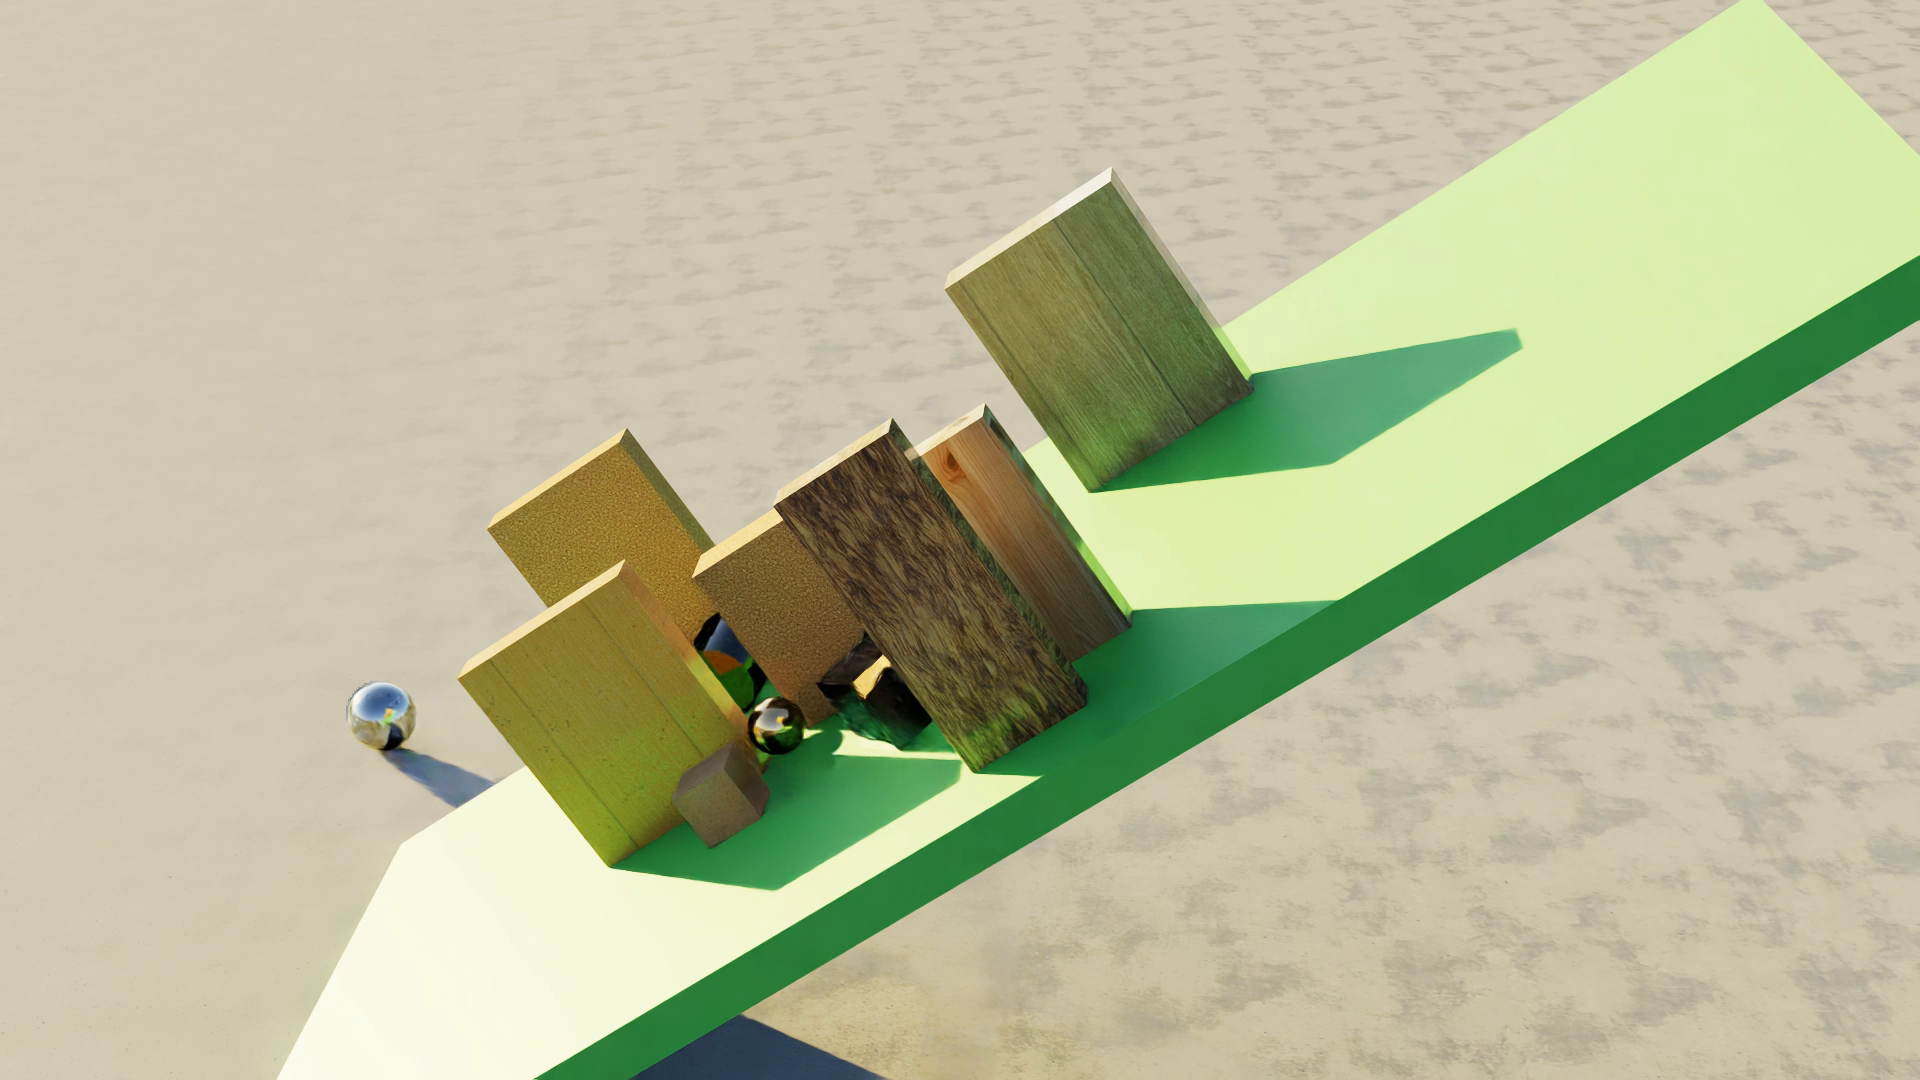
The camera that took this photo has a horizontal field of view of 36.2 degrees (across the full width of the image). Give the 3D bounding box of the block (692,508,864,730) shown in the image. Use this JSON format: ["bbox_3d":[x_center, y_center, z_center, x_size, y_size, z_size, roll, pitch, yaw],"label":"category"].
[{"bbox_3d":[-0.308,0.136,6.375,0.344,0.426,0.134,-32,16,15],"label":"block"}]

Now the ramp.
[{"bbox_3d":[0.137,0.173,6.303,4.000,0.100,2.000,-32,16,15],"label":"ramp"}]

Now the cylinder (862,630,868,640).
[{"bbox_3d":[-0.106,0.201,6.204,0.186,0.186,0.186,2,22,5],"label":"cylinder"}]

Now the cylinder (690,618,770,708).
[{"bbox_3d":[-0.542,0.293,6.839,0.192,0.192,0.192,7,19,18],"label":"cylinder"}]

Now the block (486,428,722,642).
[{"bbox_3d":[-0.804,0.091,7.219,0.408,0.617,0.106,-32,16,15],"label":"block"}]

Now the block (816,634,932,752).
[{"bbox_3d":[-0.149,0.305,6.005,0.174,0.174,0.174,-42,16,-20],"label":"block"}]

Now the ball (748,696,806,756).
[{"bbox_3d":[-0.396,0.401,6.348,0.126,0.126,0.126,0,21,0],"label":"ball"}]

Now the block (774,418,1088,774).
[{"bbox_3d":[-0.050,0.108,5.477,0.260,0.646,0.082,-32,16,15],"label":"block"}]

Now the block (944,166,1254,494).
[{"bbox_3d":[0.312,-0.462,6.534,0.438,0.572,0.132,-32,16,15],"label":"block"}]

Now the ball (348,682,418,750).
[{"bbox_3d":[-1.659,0.505,8.447,0.197,0.197,0.197,0,21,0],"label":"ball"}]

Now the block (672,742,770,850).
[{"bbox_3d":[-0.499,0.535,6.157,0.134,0.134,0.134,-32,16,15],"label":"block"}]

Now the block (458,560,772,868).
[{"bbox_3d":[-0.744,0.381,6.371,0.435,0.541,0.097,-32,16,15],"label":"block"}]

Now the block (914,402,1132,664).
[{"bbox_3d":[0.013,0.063,5.728,0.435,0.514,0.085,-32,16,15],"label":"block"}]
